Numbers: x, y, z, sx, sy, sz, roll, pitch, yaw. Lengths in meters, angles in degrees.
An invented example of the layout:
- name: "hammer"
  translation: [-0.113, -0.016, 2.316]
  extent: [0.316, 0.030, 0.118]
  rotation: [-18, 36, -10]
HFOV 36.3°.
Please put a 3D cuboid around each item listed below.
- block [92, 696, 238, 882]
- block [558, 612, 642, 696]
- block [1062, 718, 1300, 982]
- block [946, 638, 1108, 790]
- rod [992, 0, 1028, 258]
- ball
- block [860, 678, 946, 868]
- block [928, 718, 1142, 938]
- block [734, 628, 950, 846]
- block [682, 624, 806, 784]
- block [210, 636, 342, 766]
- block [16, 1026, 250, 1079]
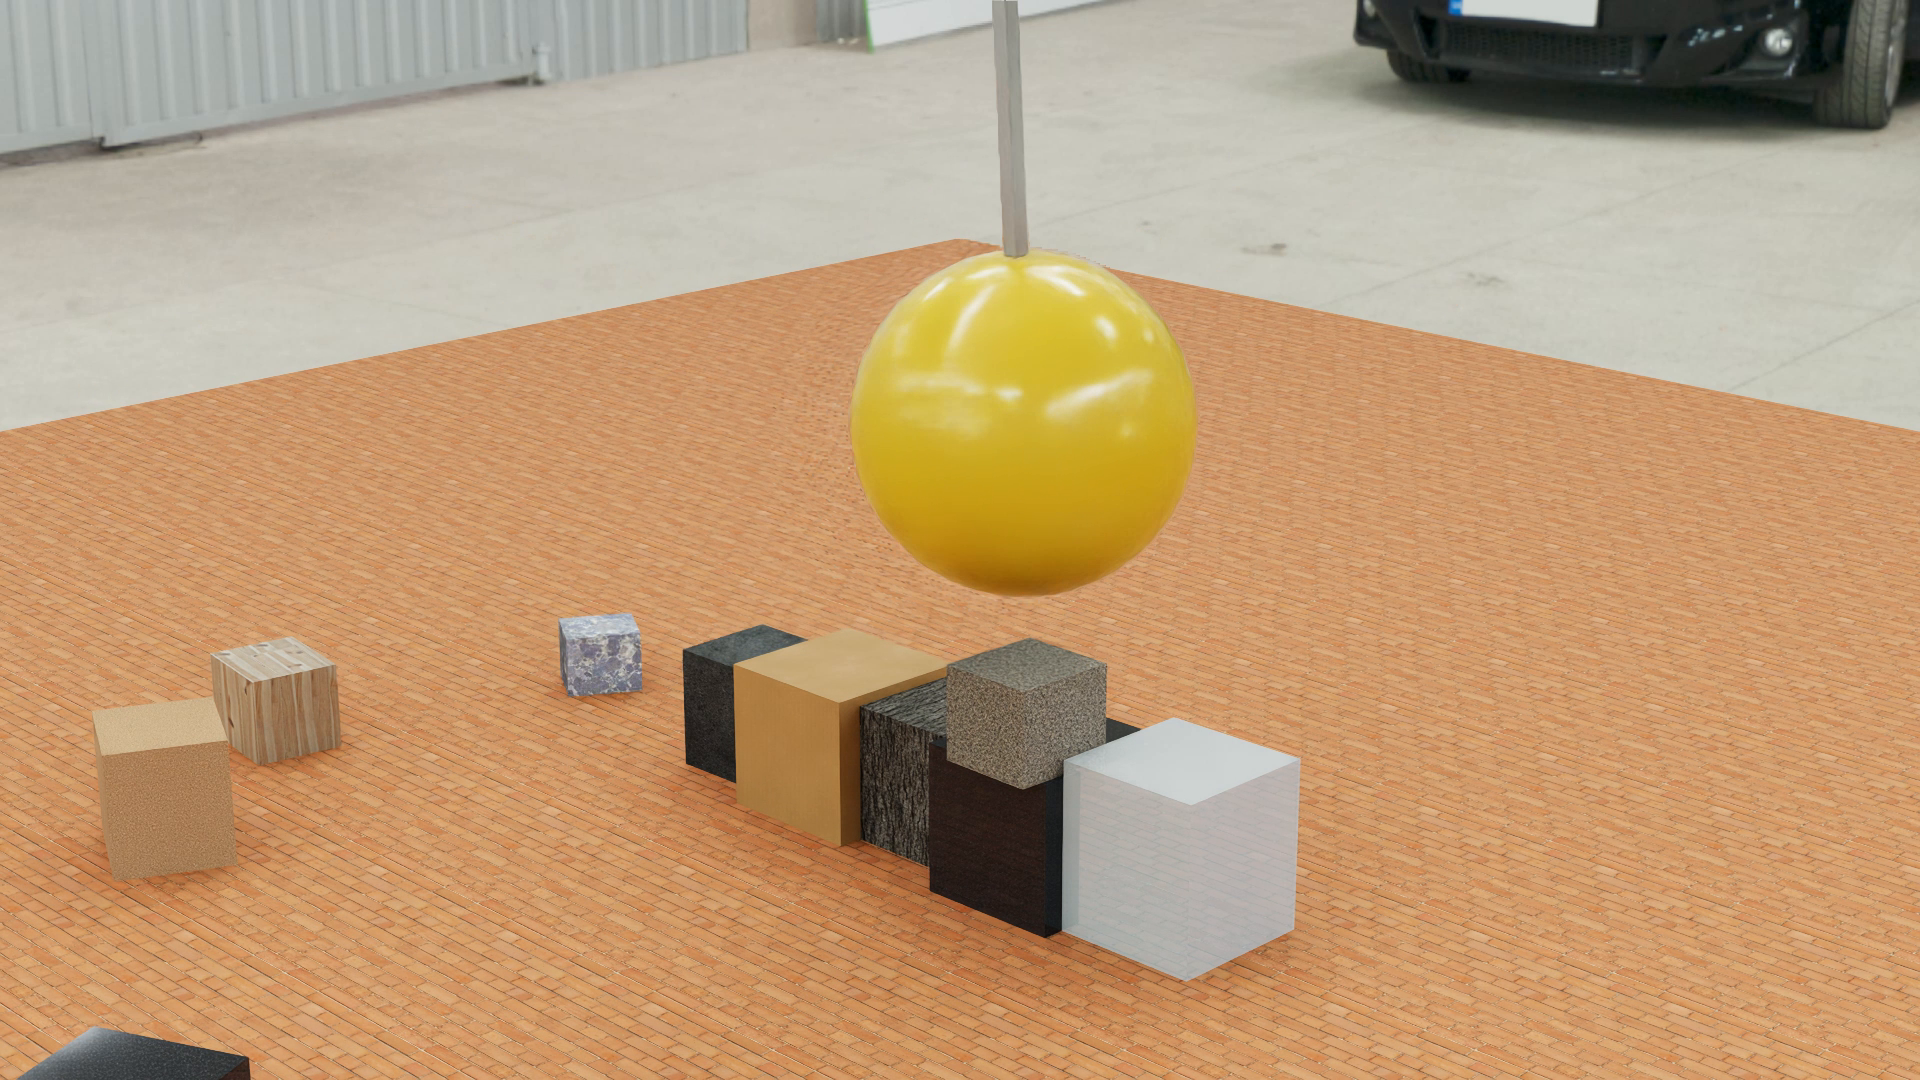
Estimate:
- name: "block"
  translation: [-3.705, 1.152, 13.650]
  extent: [0.555, 0.618, 0.604]
  rotation: [-6, 19, -19]
- name: "block"
  translation: [-1.943, 0.618, 15.834]
  extent: [0.397, 0.327, 0.348]
  rotation: [-4, 18, -14]
- name: "block"
  translation: [0.959, 1.331, 12.769]
  extent: [0.718, 0.804, 0.729]
  rotation: [16, 24, 42]
- name: "block"
  translation: [0.291, 0.751, 12.808]
  extent: [0.512, 0.446, 0.473]
  rotation: [-16, 24, -41]
- name: "rod"
  translation: [0.126, -3.723, 12.304]
  extent: [0.080, 5.200, 0.080]
  rotation: [17, 28, 42]
- name: "ball"
  translation: [0.292, -0.536, 13.479]
  extent: [1.600, 1.600, 1.600]
  rotation: [0, 17, 0]
- name: "block"
  translation: [-0.044, 1.099, 13.726]
  extent: [0.573, 0.672, 0.623]
  rotation: [-17, 24, -42]
- name: "block"
  translation: [0.393, 1.237, 13.208]
  extent: [0.713, 0.720, 0.793]
  rotation: [16, 24, 42]
- name: "block"
  translation: [-0.556, 0.937, 14.165]
  extent: [0.753, 0.719, 0.746]
  rotation: [-17, 24, -42]
- name: "block"
  translation: [-0.991, 0.837, 14.665]
  extent: [0.567, 0.610, 0.535]
  rotation: [16, 24, 42]
- name: "block"
  translation: [-3.501, 0.818, 15.002]
  extent: [0.450, 0.444, 0.534]
  rotation: [-12, 21, -34]
- name: "block"
  translation: [-2.969, 2.189, 10.376]
  extent: [0.667, 0.602, 0.662]
  rotation: [7, 19, 20]
